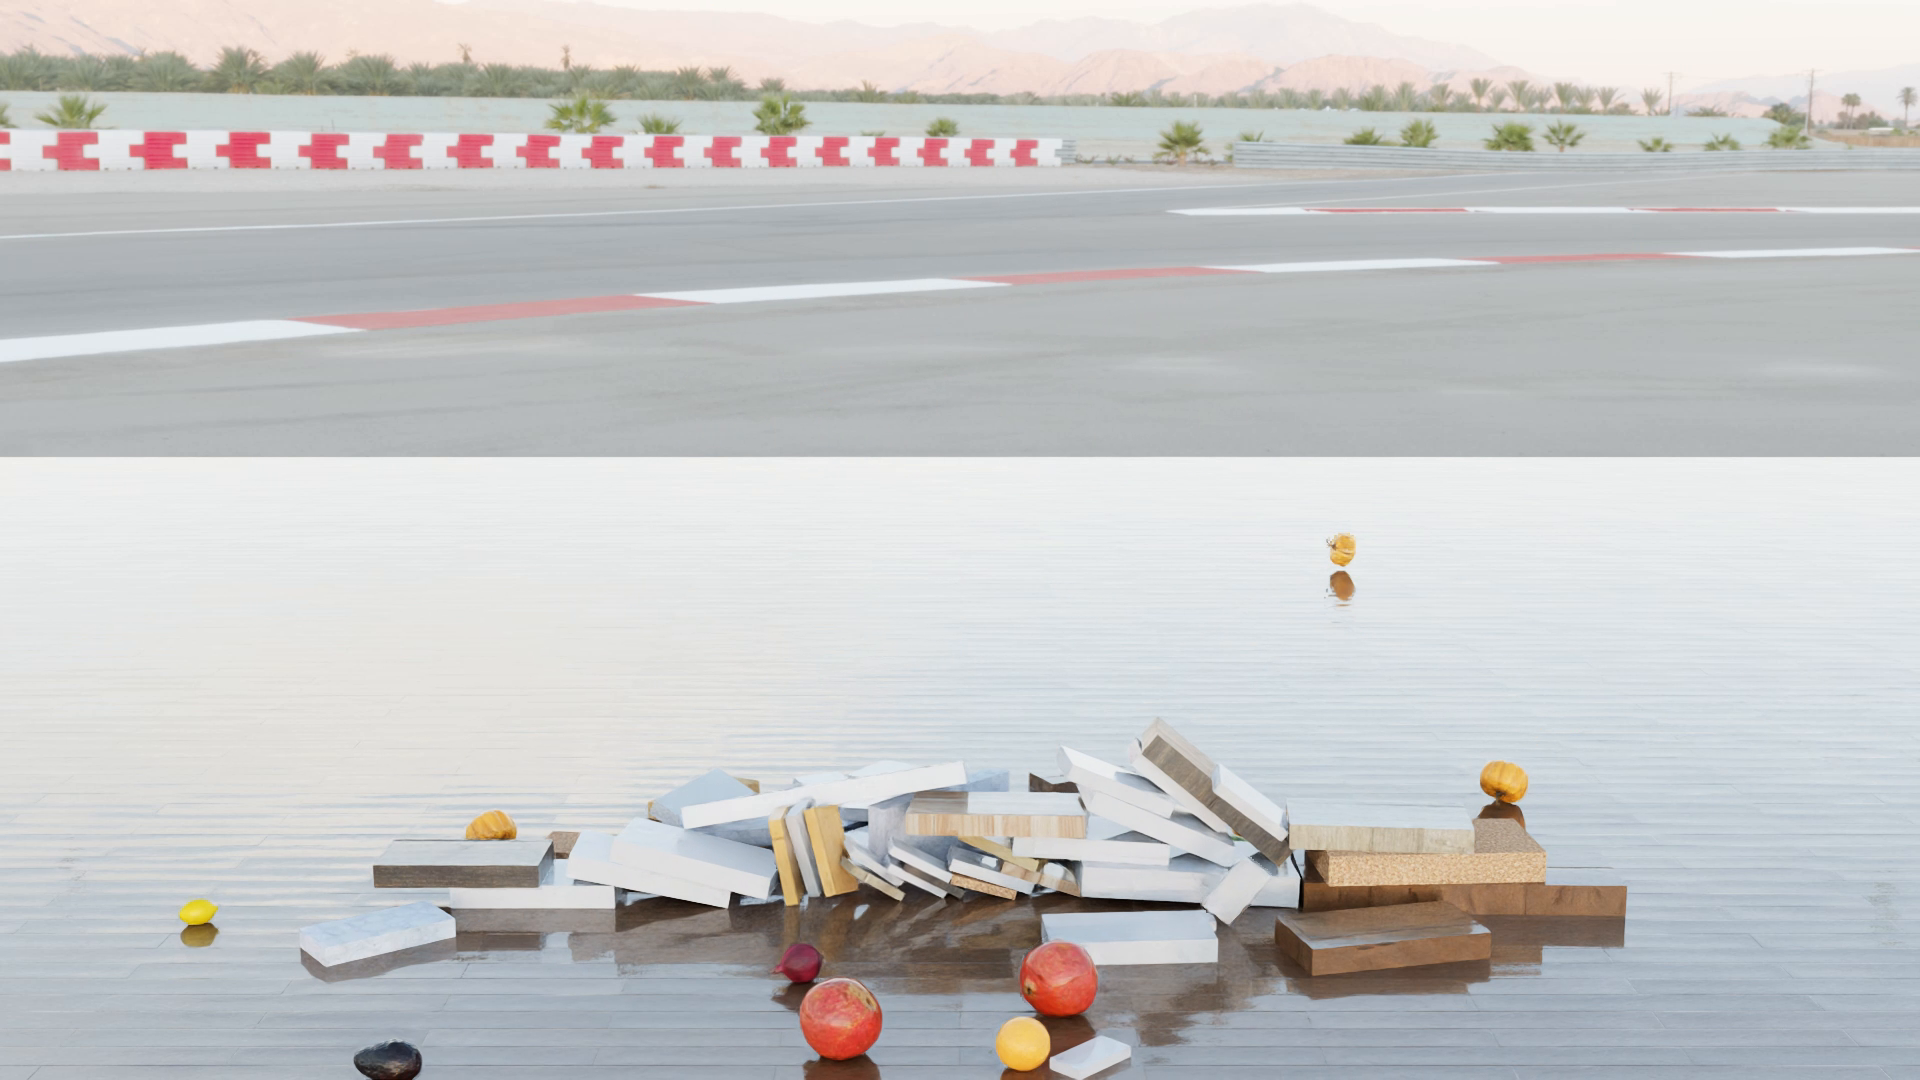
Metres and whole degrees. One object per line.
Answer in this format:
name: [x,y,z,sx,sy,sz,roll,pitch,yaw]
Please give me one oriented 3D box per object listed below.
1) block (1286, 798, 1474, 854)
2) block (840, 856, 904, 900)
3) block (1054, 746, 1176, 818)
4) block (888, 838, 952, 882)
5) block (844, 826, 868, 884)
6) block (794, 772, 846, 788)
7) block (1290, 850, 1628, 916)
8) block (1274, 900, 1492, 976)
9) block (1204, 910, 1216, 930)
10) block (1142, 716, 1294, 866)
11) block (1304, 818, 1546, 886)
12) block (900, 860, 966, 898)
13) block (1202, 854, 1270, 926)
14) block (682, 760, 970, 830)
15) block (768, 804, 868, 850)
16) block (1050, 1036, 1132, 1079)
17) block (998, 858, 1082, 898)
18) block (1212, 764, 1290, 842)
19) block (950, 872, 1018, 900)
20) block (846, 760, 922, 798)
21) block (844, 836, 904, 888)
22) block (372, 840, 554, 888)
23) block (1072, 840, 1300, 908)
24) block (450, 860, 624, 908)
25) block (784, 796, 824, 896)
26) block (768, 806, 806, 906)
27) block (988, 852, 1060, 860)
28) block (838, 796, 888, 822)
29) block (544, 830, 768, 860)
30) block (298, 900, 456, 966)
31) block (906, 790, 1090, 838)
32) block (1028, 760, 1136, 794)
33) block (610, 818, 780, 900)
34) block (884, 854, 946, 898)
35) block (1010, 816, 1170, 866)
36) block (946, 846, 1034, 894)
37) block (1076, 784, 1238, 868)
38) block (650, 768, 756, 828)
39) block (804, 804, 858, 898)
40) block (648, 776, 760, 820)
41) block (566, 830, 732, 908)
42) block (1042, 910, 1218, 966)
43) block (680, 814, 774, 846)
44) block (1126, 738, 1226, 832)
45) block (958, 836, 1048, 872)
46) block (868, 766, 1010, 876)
block: [0.690,0.472,3.636,0.295,0.042,0.148,1,11,6]
block: [-0.145,0.559,3.634,0.107,0.015,0.054,33,-4,-25]
block: [0.255,0.398,3.628,0.190,0.027,0.095,22,9,-14]
block: [-0.067,0.530,3.643,0.111,0.016,0.055,27,6,-9]
block: [-0.140,0.539,3.841,0.134,0.038,0.267,10,14,43]
block: [-0.239,0.482,4.180,0.093,0.026,0.185,-5,12,-26]
block: [0.821,0.567,3.656,0.521,0.051,0.179,0,11,1]
block: [0.655,0.616,3.414,0.295,0.042,0.148,-3,11,-14]
block: [0.352,0.610,3.518,0.108,0.015,0.054,-1,11,-6]
block: [0.432,0.420,3.690,0.295,0.042,0.148,39,9,-1]
block: [0.768,0.517,3.648,0.357,0.051,0.179,-1,11,-4]
block: [-0.045,0.557,3.656,0.111,0.016,0.055,27,6,-9]
block: [0.440,0.559,3.508,0.054,0.108,0.015,37,21,2]
block: [-0.225,0.433,3.750,0.481,0.036,0.129,-10,-5,3]
block: [-0.254,0.521,3.952,0.113,0.032,0.226,9,14,39]
block: [0.178,0.706,3.002,0.054,0.015,0.108,10,14,43]
block: [0.136,0.556,3.675,0.143,0.020,0.072,18,9,-6]
block: [0.477,0.431,3.615,0.144,0.020,0.072,36,19,-9]
block: [0.037,0.569,3.658,0.111,0.016,0.055,15,9,-7]
block: [-0.069,0.463,4.118,0.257,0.036,0.129,7,12,30]
block: [-0.144,0.535,3.661,0.107,0.015,0.054,37,3,-22]
block: [-0.821,0.536,3.648,0.269,0.038,0.135,0,11,0]
block: [0.374,0.551,3.677,0.357,0.051,0.179,3,10,-3]
block: [-0.700,0.572,3.662,0.269,0.038,0.135,0,11,0]
block: [-0.248,0.511,3.663,0.021,0.147,0.073,-9,16,24]
block: [-0.286,0.521,3.635,0.021,0.147,0.073,-10,9,7]
block: [0.126,0.520,3.835,0.190,0.027,0.095,3,25,-27]
block: [-0.126,0.486,3.959,0.166,0.023,0.083,1,9,22]
block: [-0.536,0.547,3.814,0.391,0.032,0.113,2,11,9]
block: [-0.913,0.616,3.449,0.212,0.030,0.106,-8,13,-37]
block: [0.065,0.455,3.652,0.294,0.036,0.129,0,10,7]
block: [0.238,0.463,4.280,0.185,0.026,0.093,-6,12,-27]
block: [-0.430,0.526,3.639,0.267,0.038,0.134,13,10,6]
block: [-0.074,0.559,3.660,0.107,0.015,0.054,27,6,-12]
block: [0.215,0.497,3.668,0.257,0.036,0.129,4,10,-1]
block: [0.051,0.550,3.667,0.143,0.020,0.072,18,9,-7]
block: [0.326,0.460,3.659,0.257,0.036,0.129,23,9,-9]
block: [-0.463,0.485,4.022,0.106,0.030,0.212,31,23,18]
block: [-0.213,0.515,3.648,0.021,0.147,0.073,-21,-12,26]
block: [-0.481,0.487,4.139,0.106,0.030,0.212,6,12,28]
block: [-0.508,0.546,3.657,0.269,0.038,0.135,11,10,-2]
block: [0.261,0.618,3.418,0.257,0.036,0.129,-1,11,-4]
block: [-0.373,0.506,3.859,0.226,0.032,0.113,-2,11,-13]
block: [0.363,0.411,3.689,0.190,0.027,0.095,38,8,-7]
block: [0.074,0.512,3.679,0.143,0.020,0.072,21,10,15]
block: [-0.034,0.494,3.818,0.038,0.134,0.313,10,14,42]
